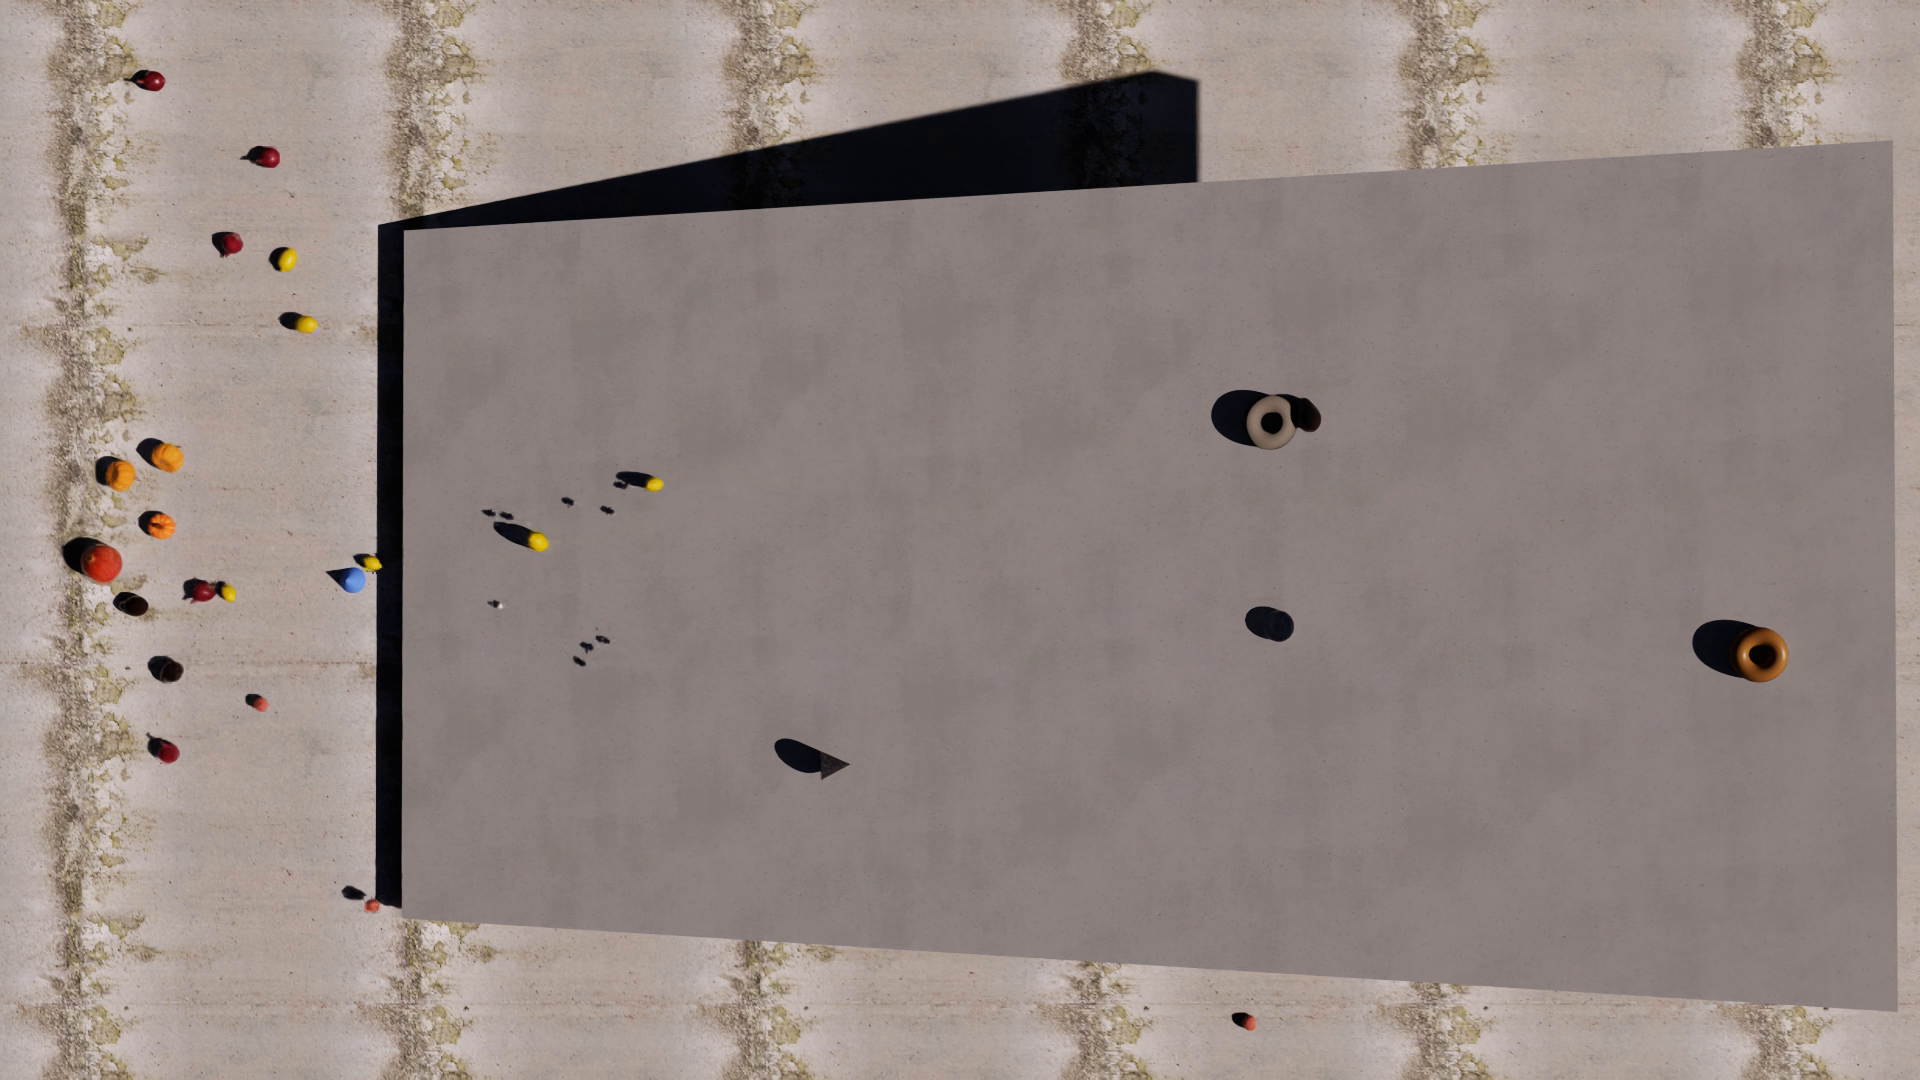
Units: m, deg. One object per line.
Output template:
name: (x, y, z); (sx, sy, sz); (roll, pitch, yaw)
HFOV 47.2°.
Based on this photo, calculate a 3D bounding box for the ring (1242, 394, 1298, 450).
ring: (0.777, -0.295, 5.516); (0.139, 0.046, 0.139); (-1, 88, 21)

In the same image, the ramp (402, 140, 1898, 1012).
ramp: (0.280, 0.090, 5.766); (4.000, 0.100, 2.000); (0, 89, 20)

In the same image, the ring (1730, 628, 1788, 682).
ring: (1.861, 0.267, 5.123); (0.130, 0.043, 0.130); (0, 90, 19)

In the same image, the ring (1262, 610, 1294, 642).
ring: (0.798, 0.216, 5.512); (0.080, 0.027, 0.080); (0, 89, 21)

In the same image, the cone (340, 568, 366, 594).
cone: (-1.791, 0.118, 6.449); (0.077, 0.077, 0.077); (0, 89, 0)
